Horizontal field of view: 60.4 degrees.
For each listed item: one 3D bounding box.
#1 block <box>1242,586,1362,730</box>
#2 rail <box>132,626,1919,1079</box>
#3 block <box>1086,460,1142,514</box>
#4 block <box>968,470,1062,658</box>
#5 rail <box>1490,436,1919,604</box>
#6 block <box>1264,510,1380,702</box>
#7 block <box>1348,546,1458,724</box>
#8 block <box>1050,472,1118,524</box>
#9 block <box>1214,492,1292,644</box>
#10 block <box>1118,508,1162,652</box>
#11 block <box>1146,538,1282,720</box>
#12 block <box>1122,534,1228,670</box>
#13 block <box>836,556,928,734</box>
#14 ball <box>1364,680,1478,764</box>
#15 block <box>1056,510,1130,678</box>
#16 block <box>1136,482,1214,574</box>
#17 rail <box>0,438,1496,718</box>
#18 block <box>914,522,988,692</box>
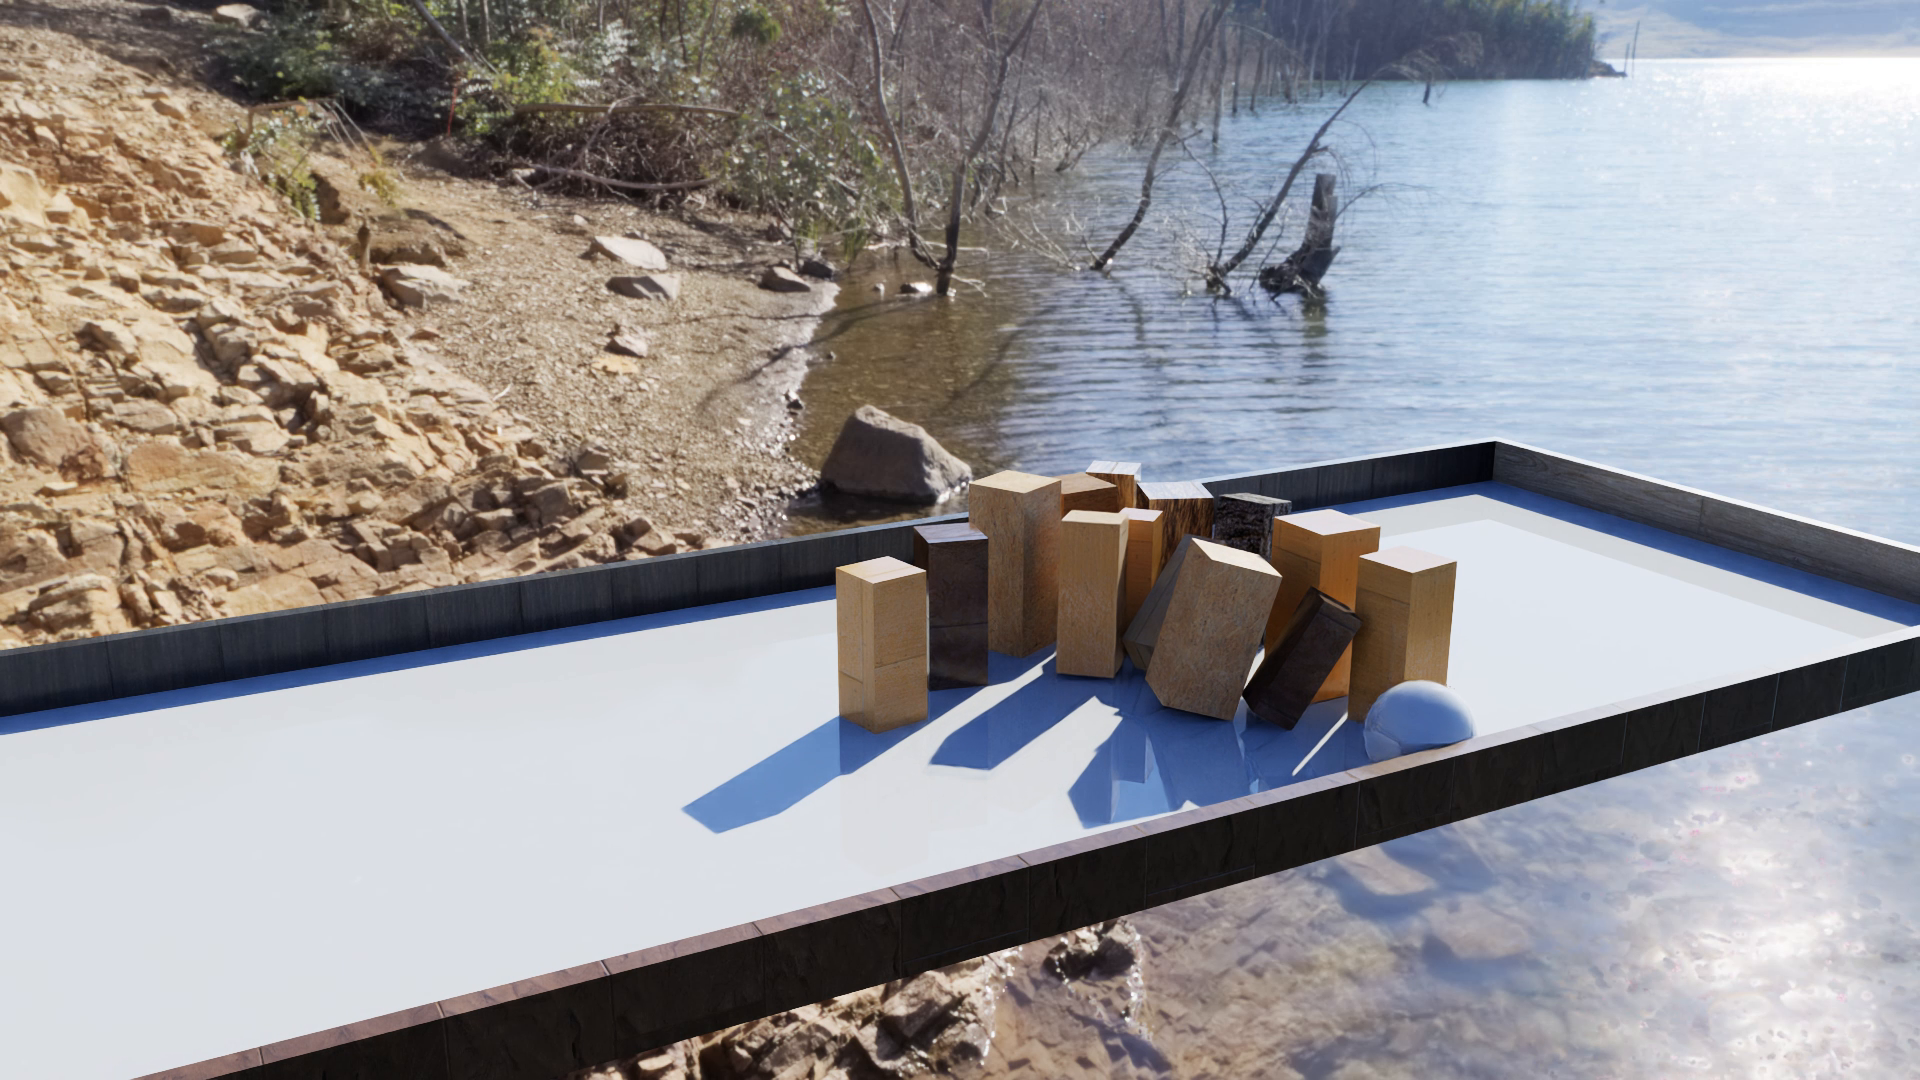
[{"bbox_3d":[0.796,0.277,3.853,0.108,0.308,0.108,28,13,-13],"label":"block"},{"bbox_3d":[-2.336,1.006,1.665,12.000,0.150,0.050,-9,18,-27],"label":"rail"},{"bbox_3d":[0.443,-0.031,4.805,0.140,0.370,0.140,4,17,14],"label":"block"},{"bbox_3d":[0.144,0.061,4.358,0.174,0.445,0.174,12,20,35],"label":"block"},{"bbox_3d":[2.466,-0.048,5.253,0.050,0.150,2.100,-9,18,-27],"label":"rail"},{"bbox_3d":[0.886,0.159,4.057,0.180,0.423,0.180,-8,18,-28],"label":"block"},{"bbox_3d":[1.028,0.235,3.842,0.156,0.402,0.156,-11,20,-34],"label":"block"},{"bbox_3d":[0.313,0.021,4.621,0.177,0.373,0.177,-9,19,-28],"label":"block"},{"bbox_3d":[0.764,0.076,4.394,0.141,0.379,0.141,14,12,39],"label":"block"},{"bbox_3d":[0.464,0.109,4.336,0.104,0.366,0.104,6,17,19],"label":"block"},{"bbox_3d":[0.599,0.212,3.921,0.178,0.368,0.178,14,14,-12],"label":"block"},{"bbox_3d":[0.568,0.166,4.246,0.120,0.120,0.363,13,56,36],"label":"block"},{"bbox_3d":[-0.183,0.244,3.870,0.150,0.368,0.150,-13,21,-36],"label":"block"},{"bbox_3d":[0.981,0.417,3.517,0.236,0.236,0.236,0,16,0],"label":"ball"},{"bbox_3d":[0.336,0.135,4.180,0.148,0.392,0.148,4,12,14],"label":"block"},{"bbox_3d":[0.593,0.035,4.601,0.177,0.359,0.177,-1,16,-5],"label":"block"},{"bbox_3d":[-3.305,0.497,3.399,12.000,0.150,0.050,-9,18,-27],"label":"rail"},{"bbox_3d":[-0.023,0.165,4.115,0.150,0.382,0.150,-4,17,-15],"label":"block"}]
